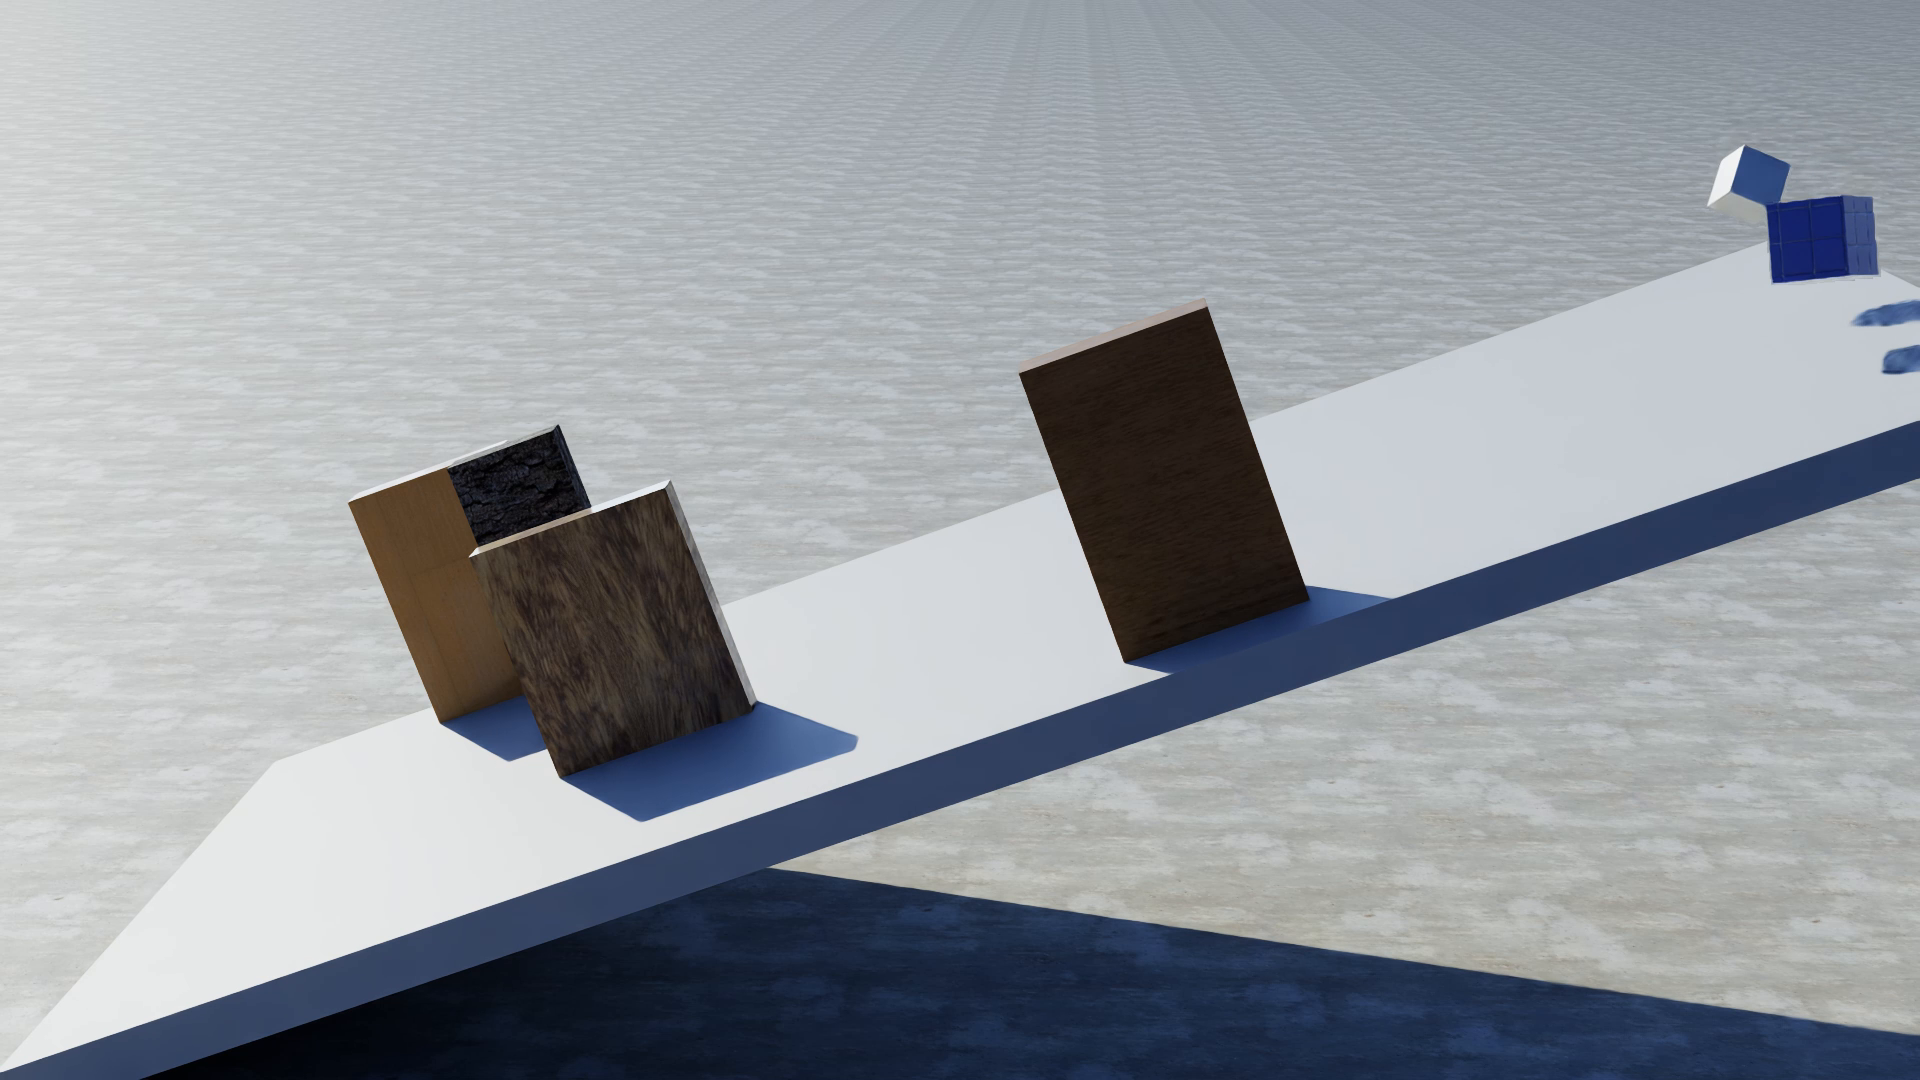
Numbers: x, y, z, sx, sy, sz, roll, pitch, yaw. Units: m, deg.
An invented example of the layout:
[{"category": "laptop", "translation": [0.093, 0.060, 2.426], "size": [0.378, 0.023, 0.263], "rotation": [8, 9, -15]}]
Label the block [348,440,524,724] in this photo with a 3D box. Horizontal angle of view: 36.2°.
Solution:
[{"category": "block", "translation": [-1.186, 0.103, 7.170], "size": [0.397, 0.588, 0.107], "rotation": [-19, 11, 6]}]

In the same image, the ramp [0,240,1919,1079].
[{"category": "ramp", "translation": [0.114, 0.177, 6.298], "size": [4.000, 0.100, 2.000], "rotation": [-19, 11, 6]}]

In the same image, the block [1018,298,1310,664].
[{"category": "block", "translation": [0.378, -0.109, 5.444], "size": [0.362, 0.579, 0.120], "rotation": [-19, 11, 6]}]

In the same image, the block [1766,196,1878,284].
[{"category": "block", "translation": [1.668, -0.580, 5.689], "size": [0.152, 0.152, 0.152], "rotation": [-3, 2, 38]}]

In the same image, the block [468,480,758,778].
[{"category": "block", "translation": [-0.724, 0.188, 6.164], "size": [0.438, 0.508, 0.088], "rotation": [-19, 11, 6]}]

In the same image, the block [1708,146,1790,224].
[{"category": "block", "translation": [1.659, -0.746, 6.186], "size": [0.109, 0.109, 0.109], "rotation": [21, -13, -6]}]

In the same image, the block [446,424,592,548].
[{"category": "block", "translation": [-0.912, 0.085, 6.637], "size": [0.253, 0.641, 0.094], "rotation": [-19, 11, 6]}]
